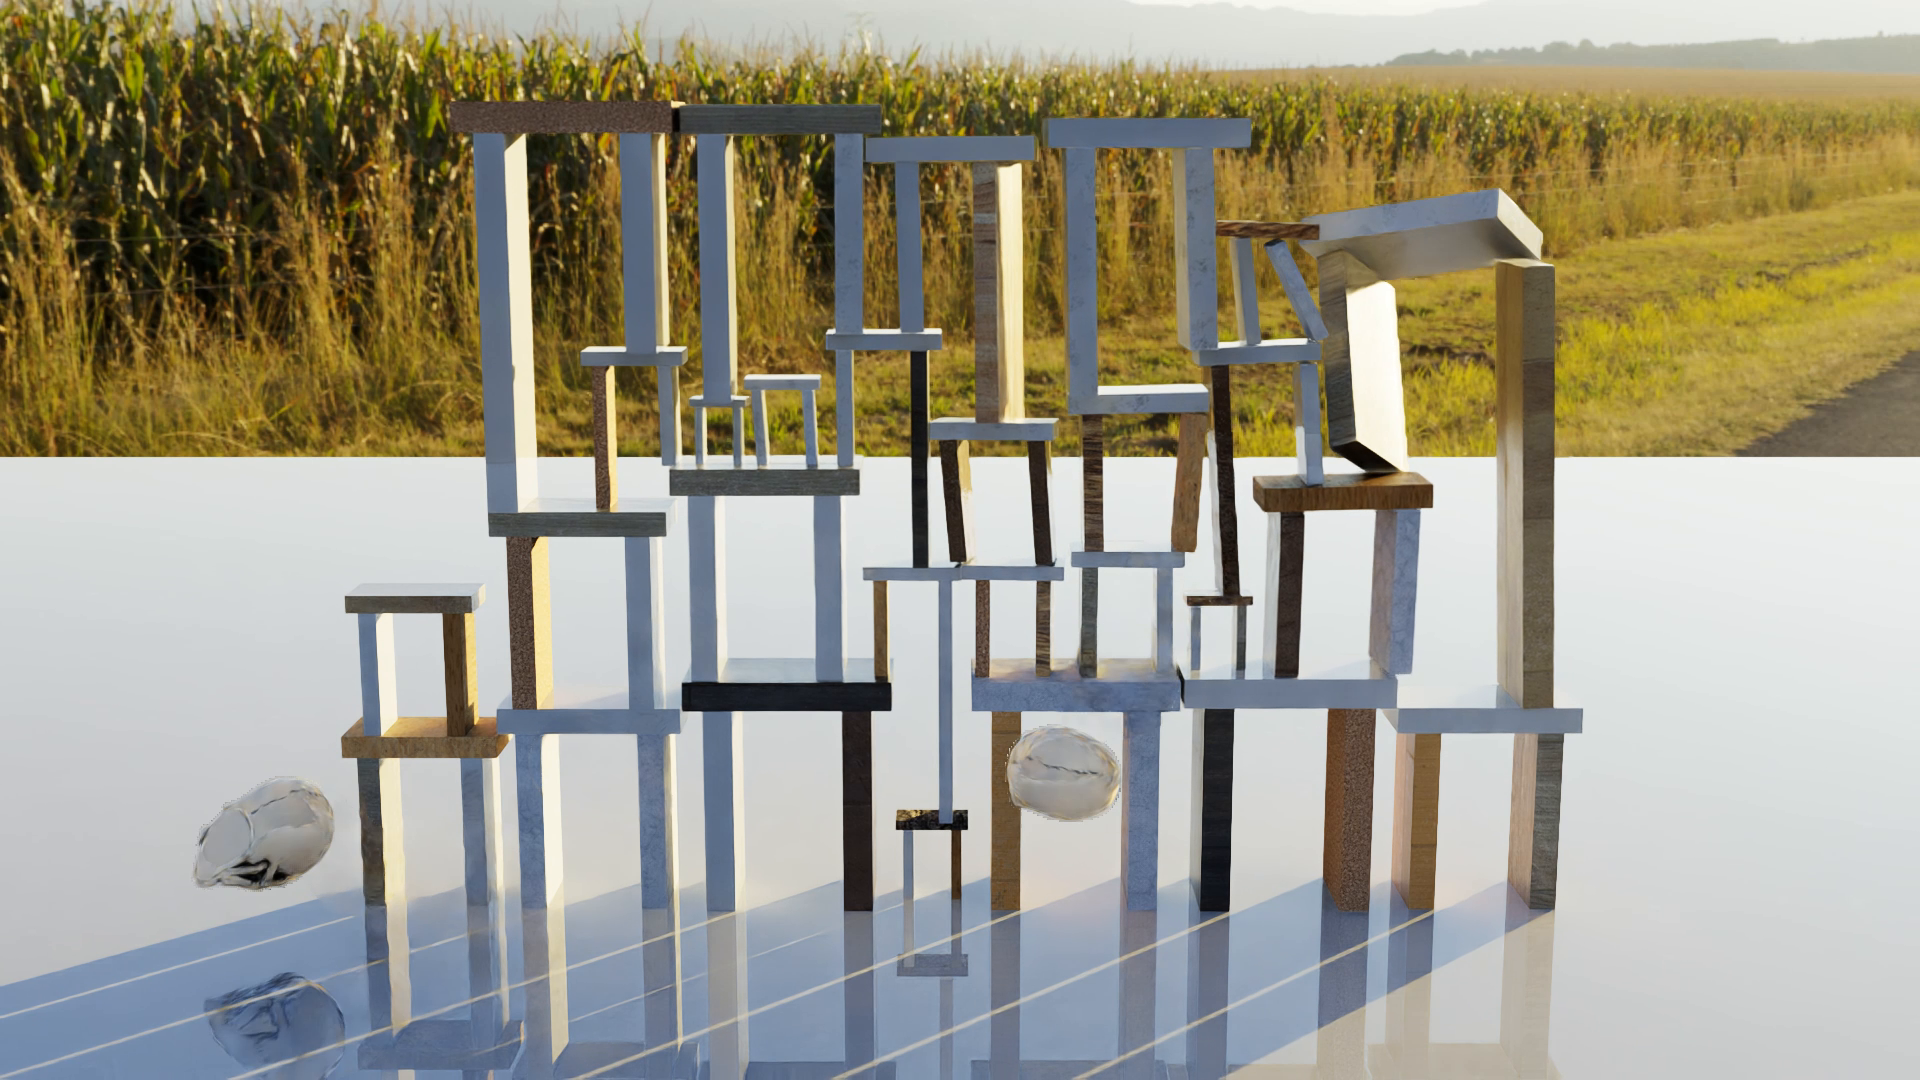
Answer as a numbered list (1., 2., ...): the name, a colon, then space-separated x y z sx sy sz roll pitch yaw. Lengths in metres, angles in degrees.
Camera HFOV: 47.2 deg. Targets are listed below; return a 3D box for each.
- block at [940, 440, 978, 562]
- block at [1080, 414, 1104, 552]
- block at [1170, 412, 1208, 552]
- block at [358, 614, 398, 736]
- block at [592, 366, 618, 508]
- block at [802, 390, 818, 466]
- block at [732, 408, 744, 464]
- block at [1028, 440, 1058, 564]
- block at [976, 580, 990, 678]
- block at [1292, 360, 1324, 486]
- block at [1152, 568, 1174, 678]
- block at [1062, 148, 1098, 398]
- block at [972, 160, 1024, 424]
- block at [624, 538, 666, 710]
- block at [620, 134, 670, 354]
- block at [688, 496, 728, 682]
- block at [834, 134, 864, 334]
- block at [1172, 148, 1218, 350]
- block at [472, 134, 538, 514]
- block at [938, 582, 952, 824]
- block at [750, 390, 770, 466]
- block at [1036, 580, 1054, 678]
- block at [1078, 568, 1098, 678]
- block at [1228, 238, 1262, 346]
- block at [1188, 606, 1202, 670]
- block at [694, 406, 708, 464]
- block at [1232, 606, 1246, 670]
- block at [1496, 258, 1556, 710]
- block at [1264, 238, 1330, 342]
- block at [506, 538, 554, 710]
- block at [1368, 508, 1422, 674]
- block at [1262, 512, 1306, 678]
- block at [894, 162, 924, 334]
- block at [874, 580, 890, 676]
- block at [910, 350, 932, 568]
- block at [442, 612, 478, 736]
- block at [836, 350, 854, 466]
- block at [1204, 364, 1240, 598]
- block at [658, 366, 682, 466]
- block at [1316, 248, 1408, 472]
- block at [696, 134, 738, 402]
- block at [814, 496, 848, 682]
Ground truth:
1. block: -0.002 -0.068 3.553 0.028 0.196 0.098 -4 7 11
2. block: 0.212 -0.100 3.546 0.031 0.221 0.111 -1 11 0
3. block: 0.368 -0.099 3.544 0.031 0.221 0.111 4 11 0
4. block: -0.952 0.209 3.595 0.029 0.203 0.102 0 11 0
5. block: -0.570 -0.170 3.529 0.023 0.228 0.080 0 11 0
6. block: -0.240 -0.184 3.522 0.017 0.120 0.060 -3 11 0
7. block: -0.356 -0.170 3.529 0.013 0.091 0.045 0 11 1
8. block: 0.133 -0.066 3.530 0.028 0.196 0.098 -3 7 7
9. block: 0.037 0.134 3.581 0.023 0.164 0.082 0 10 1
10. block: 0.557 -0.191 3.522 0.027 0.192 0.096 -5 11 1
11. block: 0.330 0.125 3.582 0.026 0.182 0.091 0 11 0
12. block: 0.189 -0.425 3.475 0.044 0.382 0.155 -1 11 0
13. block: 0.062 -0.393 3.490 0.037 0.407 0.132 2 8 19
14. block: -0.512 0.121 3.578 0.040 0.282 0.141 0 11 0
15. block: -0.497 -0.471 3.473 0.048 0.338 0.169 0 11 -1
16. block: -0.409 0.065 3.570 0.043 0.301 0.151 0 11 0
17. block: -0.175 -0.486 3.489 0.044 0.309 0.154 0 9 -2
18. block: 0.372 -0.462 3.478 0.044 0.311 0.155 -3 10 -1
19. block: -0.721 -0.347 3.496 0.048 0.589 0.169 0 11 0
20. block: -0.023 0.258 3.604 0.022 0.405 0.079 0 11 0
21. block: -0.319 -0.184 3.521 0.017 0.120 0.060 -4 11 0
22. block: 0.139 0.134 3.583 0.023 0.164 0.082 1 11 7
23. block: 0.208 0.125 3.582 0.026 0.182 0.091 0 11 0
24. block: 0.453 -0.396 3.492 0.024 0.167 0.084 -7 10 0
25. block: 0.382 0.154 3.589 0.015 0.108 0.054 0 10 0
26. block: -0.416 -0.170 3.529 0.013 0.091 0.045 0 10 1
27. block: 0.455 0.154 3.588 0.015 0.108 0.054 0 10 -2
28. block: 0.910 -0.093 3.545 0.049 0.706 0.175 -3 11 1
29. block: 0.535 -0.399 3.503 0.024 0.167 0.084 -27 10 4
30. block: -0.699 0.121 3.578 0.040 0.282 0.141 0 11 0
31. block: 0.705 0.071 3.574 0.038 0.268 0.134 0 11 -4
32. block: 0.525 0.076 3.569 0.038 0.268 0.134 1 11 -1
33. block: -0.081 -0.465 3.488 0.037 0.264 0.132 -2 9 -2
34. block: -0.128 0.136 3.582 0.022 0.158 0.079 0 11 0
35. block: -0.063 -0.134 3.533 0.026 0.347 0.091 0 10 2
36. block: -0.816 0.209 3.595 0.029 0.203 0.102 0 11 0
37. block: -0.184 -0.216 3.521 0.026 0.183 0.091 -1 10 -1
38. block: 0.422 -0.100 3.543 0.027 0.375 0.096 -4 10 -1
39. block: -0.465 -0.203 3.522 0.023 0.159 0.080 -1 11 0
40. block: 0.666 -0.288 3.638 0.049 0.349 0.175 -17 -28 35
41. block: -0.384 -0.432 3.487 0.044 0.414 0.154 -1 10 -2
42. block: -0.210 0.064 3.574 0.043 0.302 0.151 0 11 0
